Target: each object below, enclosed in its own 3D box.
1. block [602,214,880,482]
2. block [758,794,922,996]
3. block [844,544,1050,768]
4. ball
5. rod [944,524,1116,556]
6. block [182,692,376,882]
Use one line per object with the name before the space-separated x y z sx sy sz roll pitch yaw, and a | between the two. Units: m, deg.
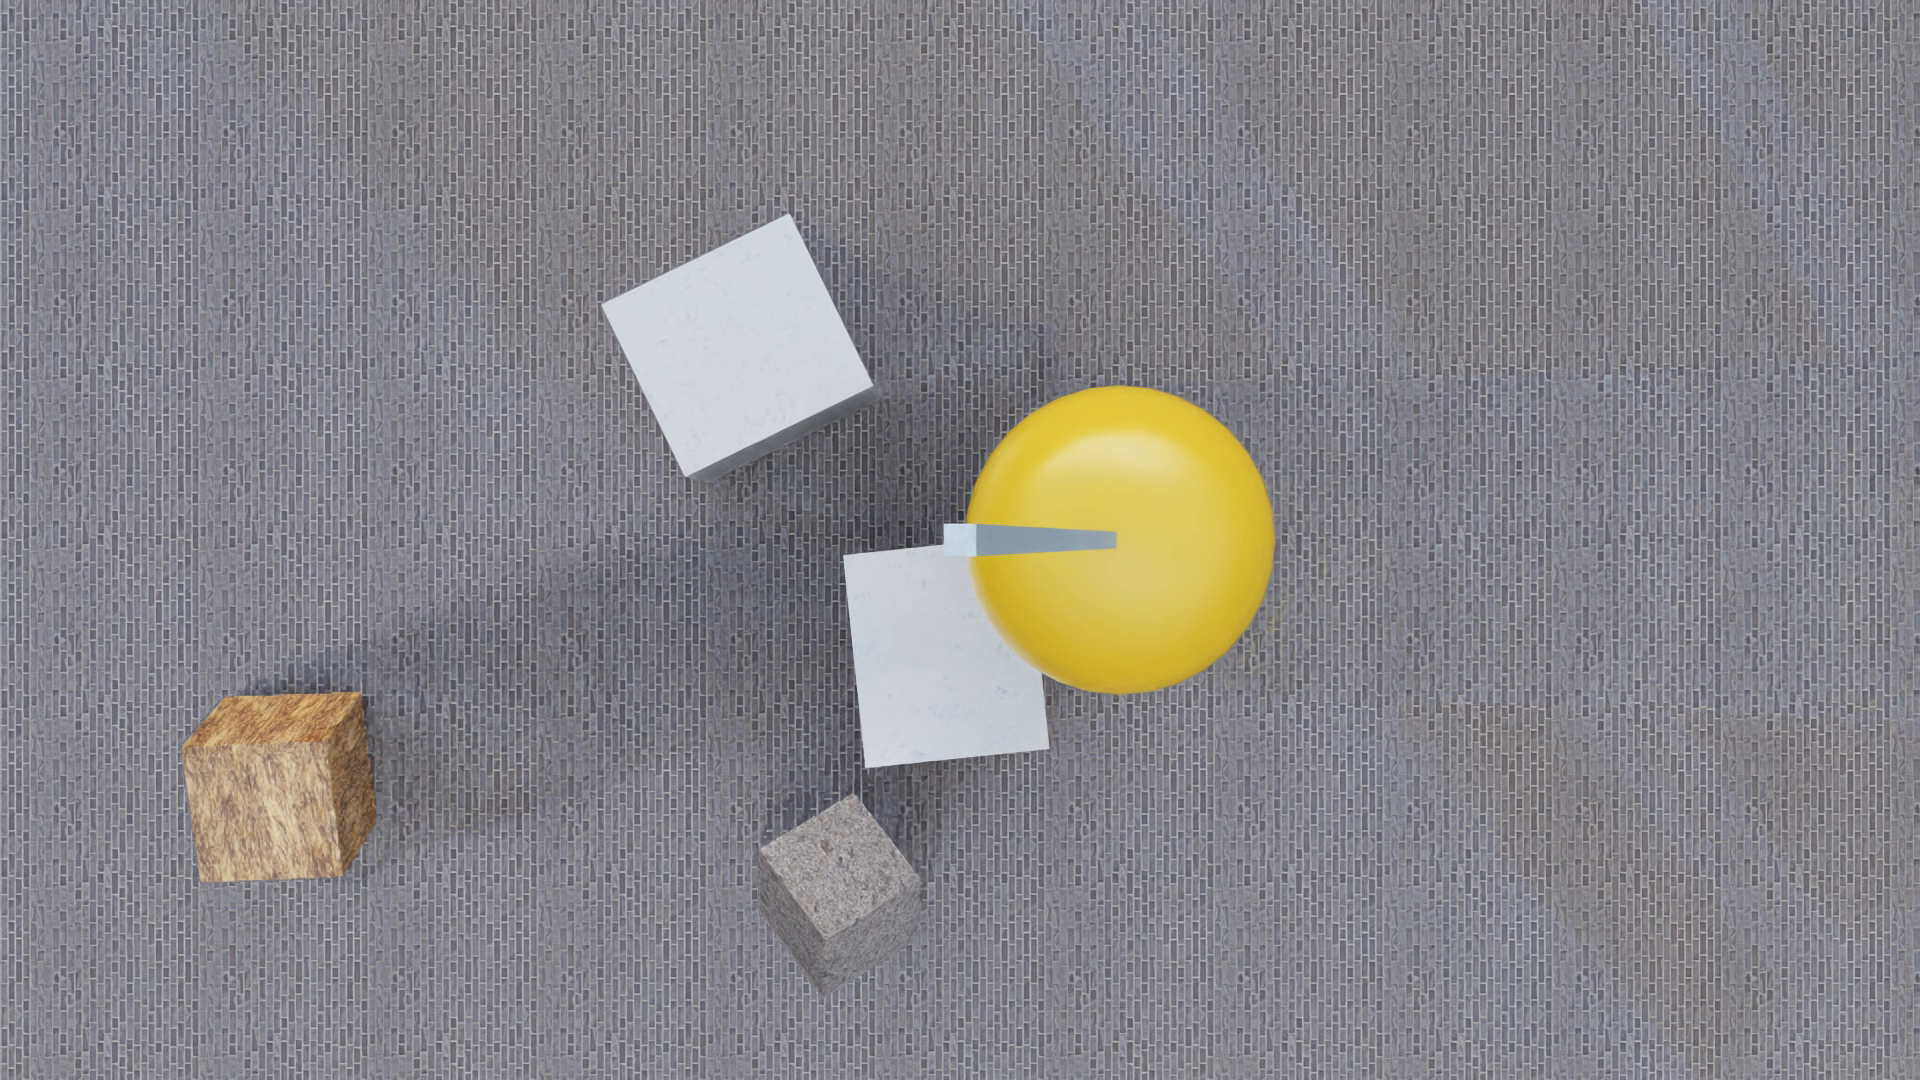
block | -1.203 -1.052 12.439 1.130 1.122 1.034 -26 90 0
block | -0.671 1.963 12.168 0.625 0.735 0.643 -29 62 -22
block | -0.075 0.612 12.503 1.010 0.995 1.168 -6 90 0
ball | 0.821 0.000 11.344 1.600 1.600 1.600 0 90 0
rod | 0.356 0.000 7.976 0.080 5.200 0.080 0 90 8
block | -3.852 1.395 12.514 0.790 0.775 0.809 -2 106 0
